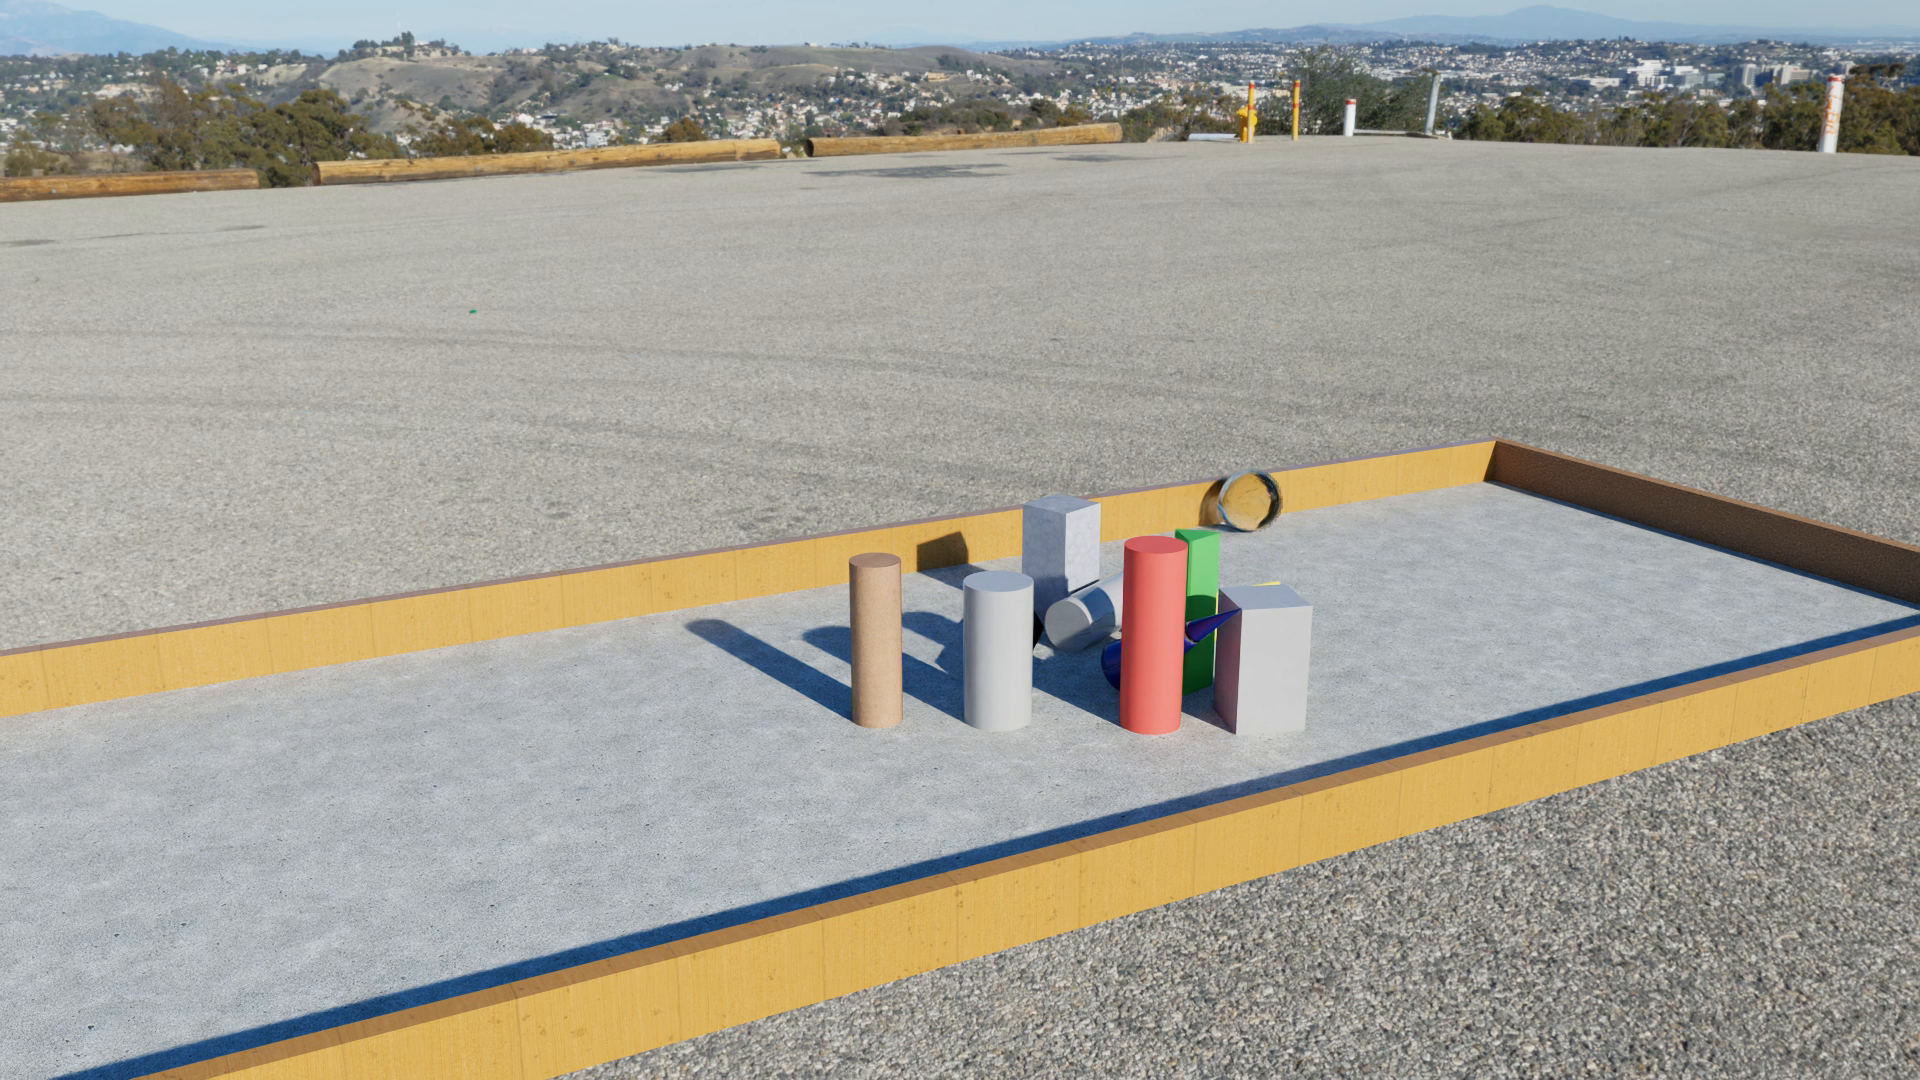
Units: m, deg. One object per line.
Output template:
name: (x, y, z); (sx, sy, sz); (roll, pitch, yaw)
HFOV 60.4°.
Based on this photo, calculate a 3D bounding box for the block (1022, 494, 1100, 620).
block: (0.281, 0.054, 4.599); (0.153, 0.323, 0.153); (14, 22, 40)

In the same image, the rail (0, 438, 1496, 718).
rail: (-3.305, 0.497, 3.399); (12.000, 0.150, 0.050); (-9, 18, -27)

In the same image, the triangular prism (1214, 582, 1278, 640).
triangular prism: (0.698, 0.194, 4.484); (0.409, 0.112, 0.129); (-8, 18, -26)

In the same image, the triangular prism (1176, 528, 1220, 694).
triangular prism: (0.561, 0.172, 4.069); (0.108, 0.395, 0.094); (-15, 22, -41)

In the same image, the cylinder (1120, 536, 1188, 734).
cylinder: (0.447, 0.221, 3.826); (0.144, 0.439, 0.144); (0, 16, 0)

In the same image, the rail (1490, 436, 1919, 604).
rail: (2.466, -0.048, 5.253); (0.050, 0.150, 2.100); (-9, 18, -27)

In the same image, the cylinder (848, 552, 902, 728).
cylinder: (-0.196, 0.235, 3.858); (0.121, 0.393, 0.121); (0, 16, 0)

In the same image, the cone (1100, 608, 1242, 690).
cone: (0.523, 0.233, 3.909); (0.138, 0.138, 0.455); (-13, -13, -37)

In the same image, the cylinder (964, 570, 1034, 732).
cylinder: (0.089, 0.259, 3.869); (0.164, 0.341, 0.164); (0, 16, 0)

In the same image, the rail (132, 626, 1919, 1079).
rail: (-2.336, 1.006, 1.665); (12.000, 0.150, 0.050); (-9, 18, -27)

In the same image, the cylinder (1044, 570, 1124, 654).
cylinder: (0.406, 0.179, 4.491); (0.143, 0.143, 0.425); (11, 20, 34)

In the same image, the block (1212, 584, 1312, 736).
block: (0.707, 0.278, 3.868); (0.168, 0.305, 0.168); (-3, 17, -10)

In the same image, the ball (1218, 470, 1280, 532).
ball: (0.953, -0.128, 5.433); (0.202, 0.202, 0.202); (0, 16, 0)

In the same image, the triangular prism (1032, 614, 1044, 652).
triangular prism: (0.123, 0.251, 4.299); (0.124, 0.107, 0.459); (4, 17, 11)
